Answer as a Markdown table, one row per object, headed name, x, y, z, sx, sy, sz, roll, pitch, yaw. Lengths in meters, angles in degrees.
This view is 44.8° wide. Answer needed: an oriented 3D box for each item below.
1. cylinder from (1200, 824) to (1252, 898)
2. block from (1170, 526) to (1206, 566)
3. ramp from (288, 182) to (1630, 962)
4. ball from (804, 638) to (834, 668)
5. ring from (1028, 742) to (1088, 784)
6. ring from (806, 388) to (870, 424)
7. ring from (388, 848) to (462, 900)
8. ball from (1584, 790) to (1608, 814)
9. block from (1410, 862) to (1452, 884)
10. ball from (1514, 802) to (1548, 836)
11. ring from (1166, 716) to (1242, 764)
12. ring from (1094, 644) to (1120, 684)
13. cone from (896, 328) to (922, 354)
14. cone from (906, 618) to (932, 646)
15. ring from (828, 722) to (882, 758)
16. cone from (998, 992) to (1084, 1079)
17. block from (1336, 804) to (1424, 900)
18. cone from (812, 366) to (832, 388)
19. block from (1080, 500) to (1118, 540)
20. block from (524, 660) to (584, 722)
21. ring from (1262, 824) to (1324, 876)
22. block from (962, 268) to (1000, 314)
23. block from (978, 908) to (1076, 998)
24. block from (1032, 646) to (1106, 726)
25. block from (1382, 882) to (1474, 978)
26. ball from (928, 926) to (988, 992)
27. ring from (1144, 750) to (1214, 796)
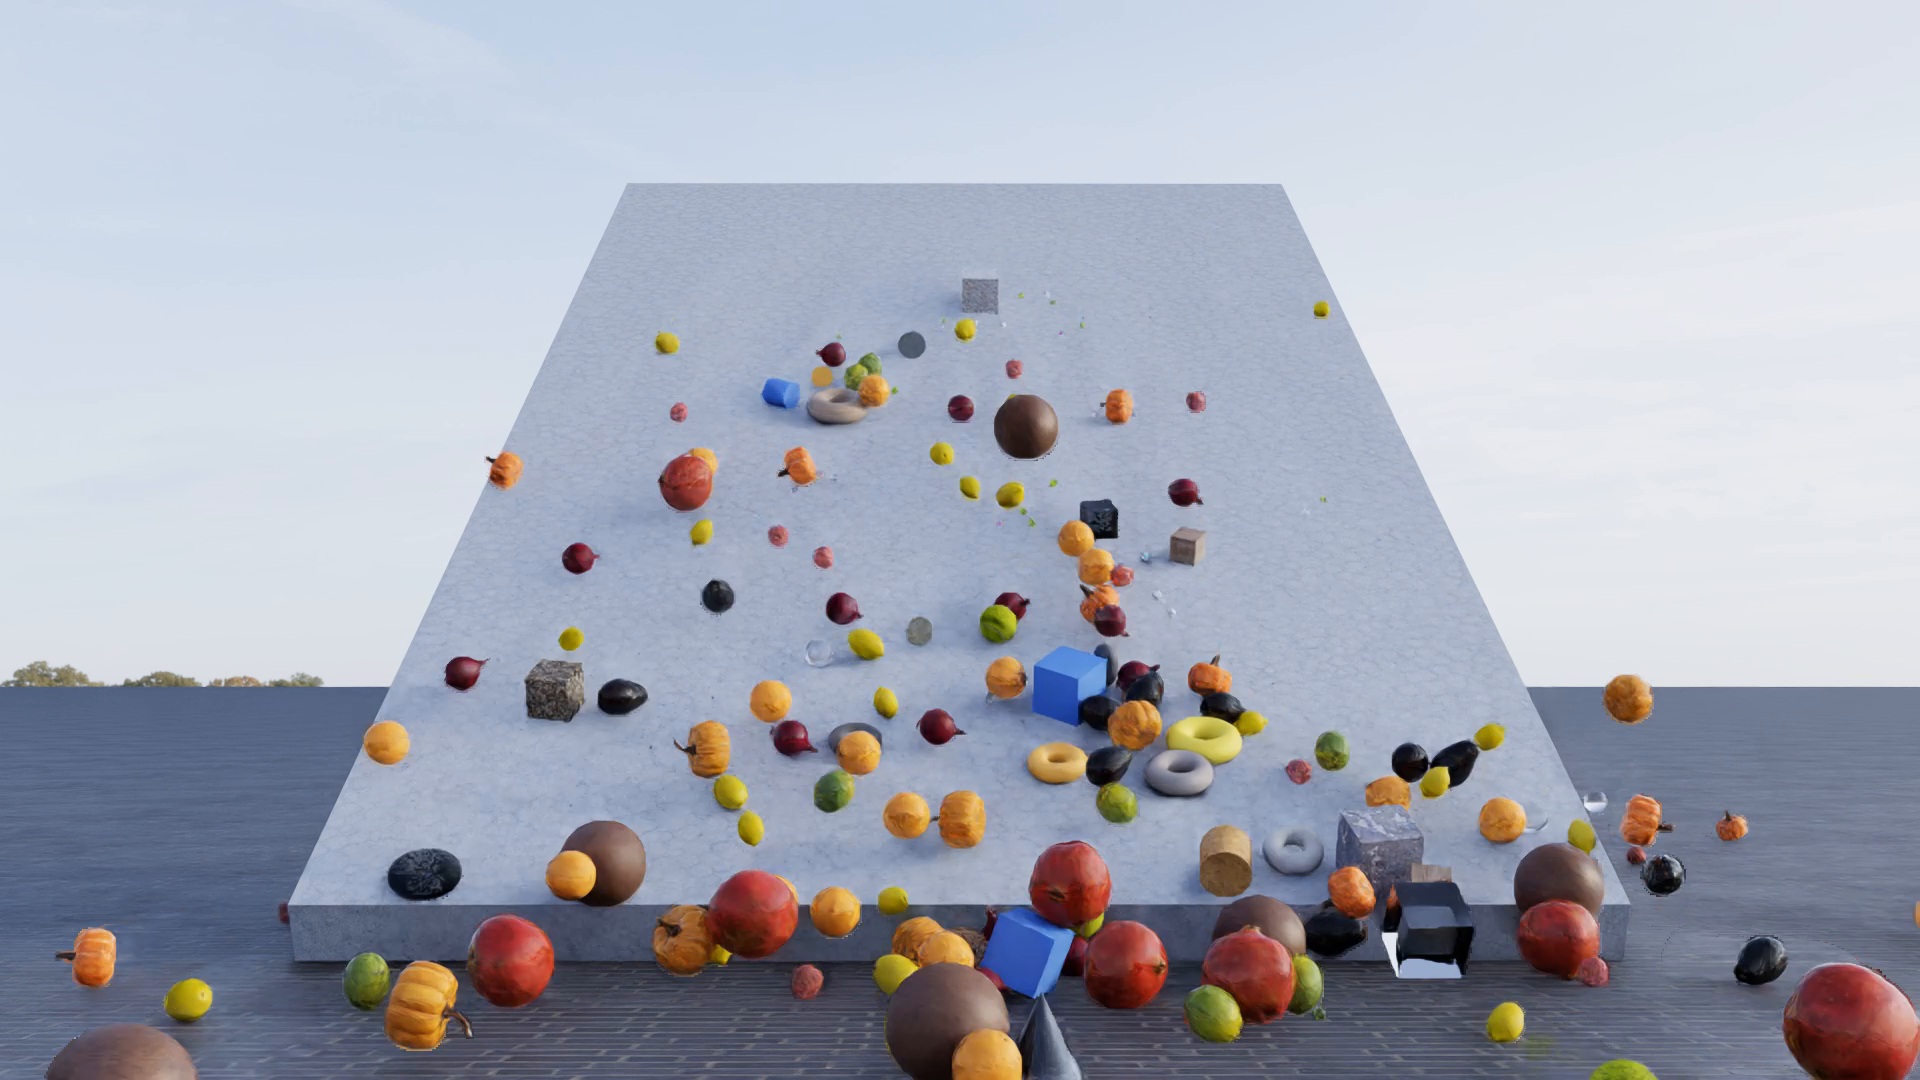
| name | x | y | z | sx | sy | sz | roll | pitch | yaw |
| --- | --- | --- | --- | --- | --- | --- | --- | --- | --- |
| cylinder | 0.400 | 0.483 | 3.505 | 0.079 | 0.079 | 0.079 | 0 | 24 | 8 |
| block | 0.449 | 0.012 | 4.589 | 0.054 | 0.054 | 0.054 | 13 | 27 | 26 |
| ramp | -0.008 | -0.228 | 5.312 | 2.000 | 0.100 | 4.000 | 0 | 24 | 0 |
| ball | -0.252 | 0.202 | 4.164 | 0.050 | 0.050 | 0.050 | 0 | -3 | 0 |
| ring | 0.161 | 0.366 | 3.822 | 0.100 | 0.033 | 0.100 | 0 | 26 | 0 |
| ring | -0.279 | -0.305 | 5.302 | 0.144 | 0.048 | 0.144 | 1 | 24 | -1 |
| ring | -0.806 | 0.503 | 3.506 | 0.111 | 0.037 | 0.111 | 1 | 25 | 0 |
| ball | 1.622 | 0.668 | 5.942 | 0.058 | 0.058 | 0.058 | 0 | -3 | 0 |
| block | 0.696 | 0.521 | 3.449 | 0.057 | 0.057 | 0.057 | 5 | 25 | 11 |
| ball | 0.895 | 0.436 | 3.646 | 0.053 | 0.053 | 0.053 | 0 | -3 | 0 |
| ring | 0.407 | 0.335 | 3.883 | 0.127 | 0.042 | 0.127 | 0 | 23 | 0 |
| ring | 0.254 | 0.218 | 4.074 | 0.025 | 0.075 | 0.075 | 19 | -12 | -27 |
| cone | -0.115 | -0.473 | 5.698 | 0.067 | 0.067 | 0.067 | -1 | -25 | 16 |
| cone | -0.063 | 0.169 | 4.272 | 0.053 | 0.053 | 0.053 | -2 | 0 | 26 |
| ring | -0.175 | 0.335 | 3.893 | 0.091 | 0.030 | 0.091 | 0 | 25 | 0 |
| cone | 0.086 | 0.523 | 2.451 | 0.095 | 0.095 | 0.095 | 0 | -3 | 0 |
| block | 0.632 | 0.470 | 3.512 | 0.098 | 0.098 | 0.098 | -5 | 25 | -10 |
| cone | -0.327 | -0.383 | 5.506 | 0.050 | 0.050 | 0.050 | 0 | -3 | -6 |
| block | 0.280 | -0.041 | 4.699 | 0.060 | 0.060 | 0.060 | -6 | 25 | -13 |
| block | -0.697 | 0.259 | 4.005 | 0.075 | 0.075 | 0.075 | 5 | 25 | 12 |
| ring | 0.510 | 0.474 | 3.562 | 0.094 | 0.031 | 0.094 | 0 | 41 | 0 |
| block | 0.053 | -0.643 | 6.003 | 0.093 | 0.093 | 0.093 | 1 | 24 | 2 |
| block | 0.090 | 0.552 | 3.120 | 0.084 | 0.084 | 0.084 | 22 | 6 | 21 |
| block | 0.189 | 0.251 | 4.008 | 0.091 | 0.091 | 0.091 | 16 | 29 | 31 |
| block | 0.666 | 0.556 | 3.317 | 0.095 | 0.095 | 0.095 | 1 | 32 | -7 |
| ball | 0.001 | 0.569 | 3.161 | 0.088 | 0.088 | 0.088 | 0 | -3 | 0 |
| ring | 0.357 | 0.378 | 3.790 | 0.112 | 0.037 | 0.112 | -1 | 25 | 0 |
